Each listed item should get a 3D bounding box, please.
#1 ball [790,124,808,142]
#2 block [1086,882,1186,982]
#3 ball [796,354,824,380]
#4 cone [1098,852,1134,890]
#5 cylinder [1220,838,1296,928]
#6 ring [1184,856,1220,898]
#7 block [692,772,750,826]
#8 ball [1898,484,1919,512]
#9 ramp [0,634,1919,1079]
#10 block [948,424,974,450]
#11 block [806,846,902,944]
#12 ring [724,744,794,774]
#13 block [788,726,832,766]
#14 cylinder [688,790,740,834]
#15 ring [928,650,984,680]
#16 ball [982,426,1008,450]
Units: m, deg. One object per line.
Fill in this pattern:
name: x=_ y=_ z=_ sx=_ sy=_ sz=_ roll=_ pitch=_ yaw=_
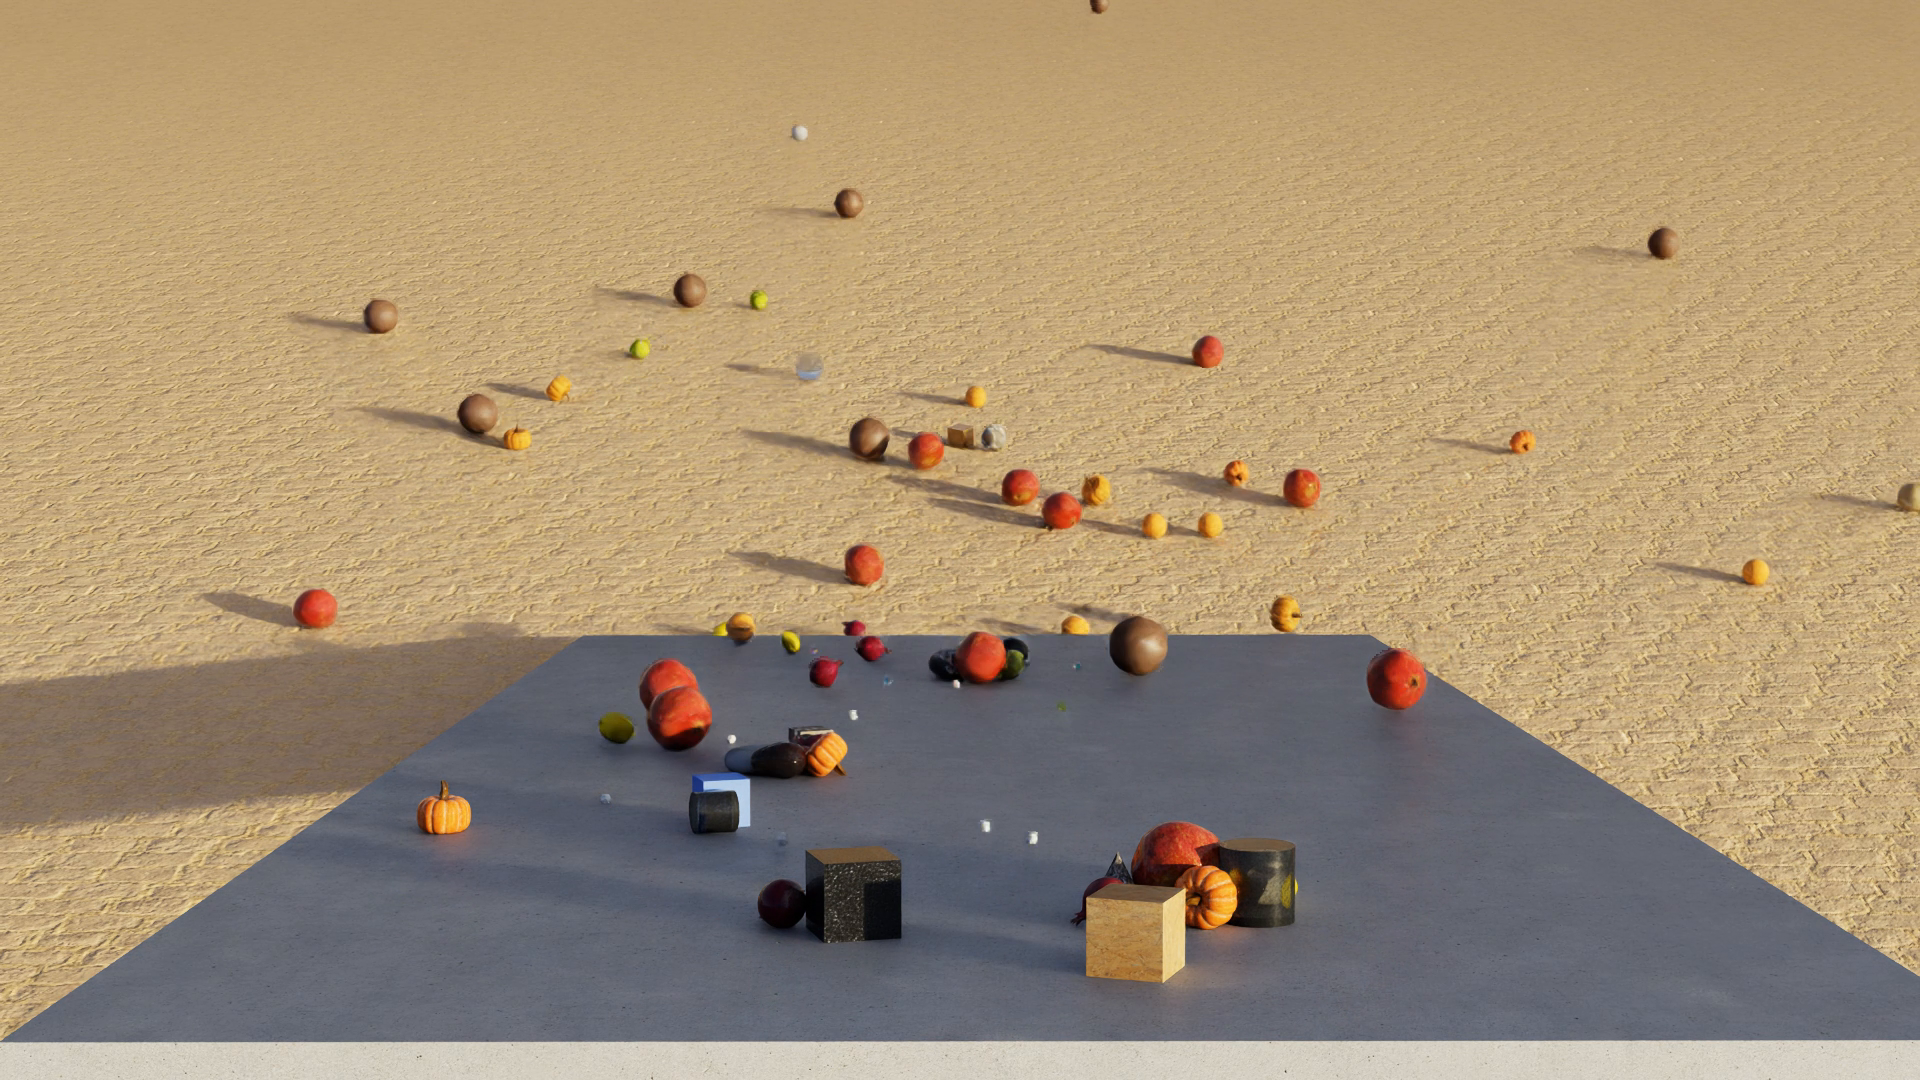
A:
ball: x=-0.824 y=-2.086 z=13.164 sx=0.085 sy=0.085 sz=0.085 roll=0 pitch=20 yaw=0
block: x=0.194 y=0.433 z=2.834 sx=0.087 sy=0.087 sz=0.087 roll=1 pitch=4 yaw=21
ball: x=-0.530 y=-0.608 z=9.032 sx=0.097 sy=0.097 sz=0.097 roll=0 pitch=20 yaw=0
cone: x=0.192 y=0.418 z=3.128 sx=0.079 sy=0.079 sz=0.079 roll=0 pitch=4 yaw=0
cylinder: x=0.359 y=0.413 z=3.099 sx=0.091 sy=0.091 sz=0.091 roll=0 pitch=4 yaw=0
ring: x=0.344 y=0.429 z=3.265 sx=0.118 sy=0.039 sz=0.118 roll=1 pitch=4 yaw=0
block: x=-0.351 y=0.382 z=3.770 sx=0.069 sy=0.069 sz=0.069 roll=-1 pitch=4 yaw=-20
ball: x=2.861 y=-0.128 z=7.715 sx=0.084 sy=0.084 sz=0.084 roll=0 pitch=20 yaw=0
ramp: x=0.046 y=0.418 z=4.535 sx=2.000 sy=0.100 sz=4.000 roll=0 pitch=4 yaw=0
block: x=0.002 y=-0.337 z=8.328 sx=0.062 sy=0.062 sz=0.062 roll=13 pitch=23 yaw=32
block: x=-0.126 y=0.417 z=3.030 sx=0.093 sy=0.093 sz=0.093 roll=-1 pitch=4 yaw=-17
ring: x=-0.335 y=0.366 z=4.277 sx=0.116 sy=0.039 sz=0.116 roll=-1 pitch=3 yaw=0
block: x=-0.254 y=0.350 z=4.366 sx=0.058 sy=0.058 sz=0.058 roll=-2 pitch=4 yaw=-24
cylinder: x=-0.354 y=0.392 z=3.701 sx=0.060 sy=0.060 sz=0.060 roll=-1 pitch=19 yaw=-20
ring: x=-0.008 y=0.273 z=5.588 sx=0.122 sy=0.041 sz=0.122 roll=7 pitch=17 yaw=-2
ball: x=0.111 y=-0.328 z=8.274 sx=0.083 sy=0.083 sz=0.083 roll=0 pitch=20 yaw=0
